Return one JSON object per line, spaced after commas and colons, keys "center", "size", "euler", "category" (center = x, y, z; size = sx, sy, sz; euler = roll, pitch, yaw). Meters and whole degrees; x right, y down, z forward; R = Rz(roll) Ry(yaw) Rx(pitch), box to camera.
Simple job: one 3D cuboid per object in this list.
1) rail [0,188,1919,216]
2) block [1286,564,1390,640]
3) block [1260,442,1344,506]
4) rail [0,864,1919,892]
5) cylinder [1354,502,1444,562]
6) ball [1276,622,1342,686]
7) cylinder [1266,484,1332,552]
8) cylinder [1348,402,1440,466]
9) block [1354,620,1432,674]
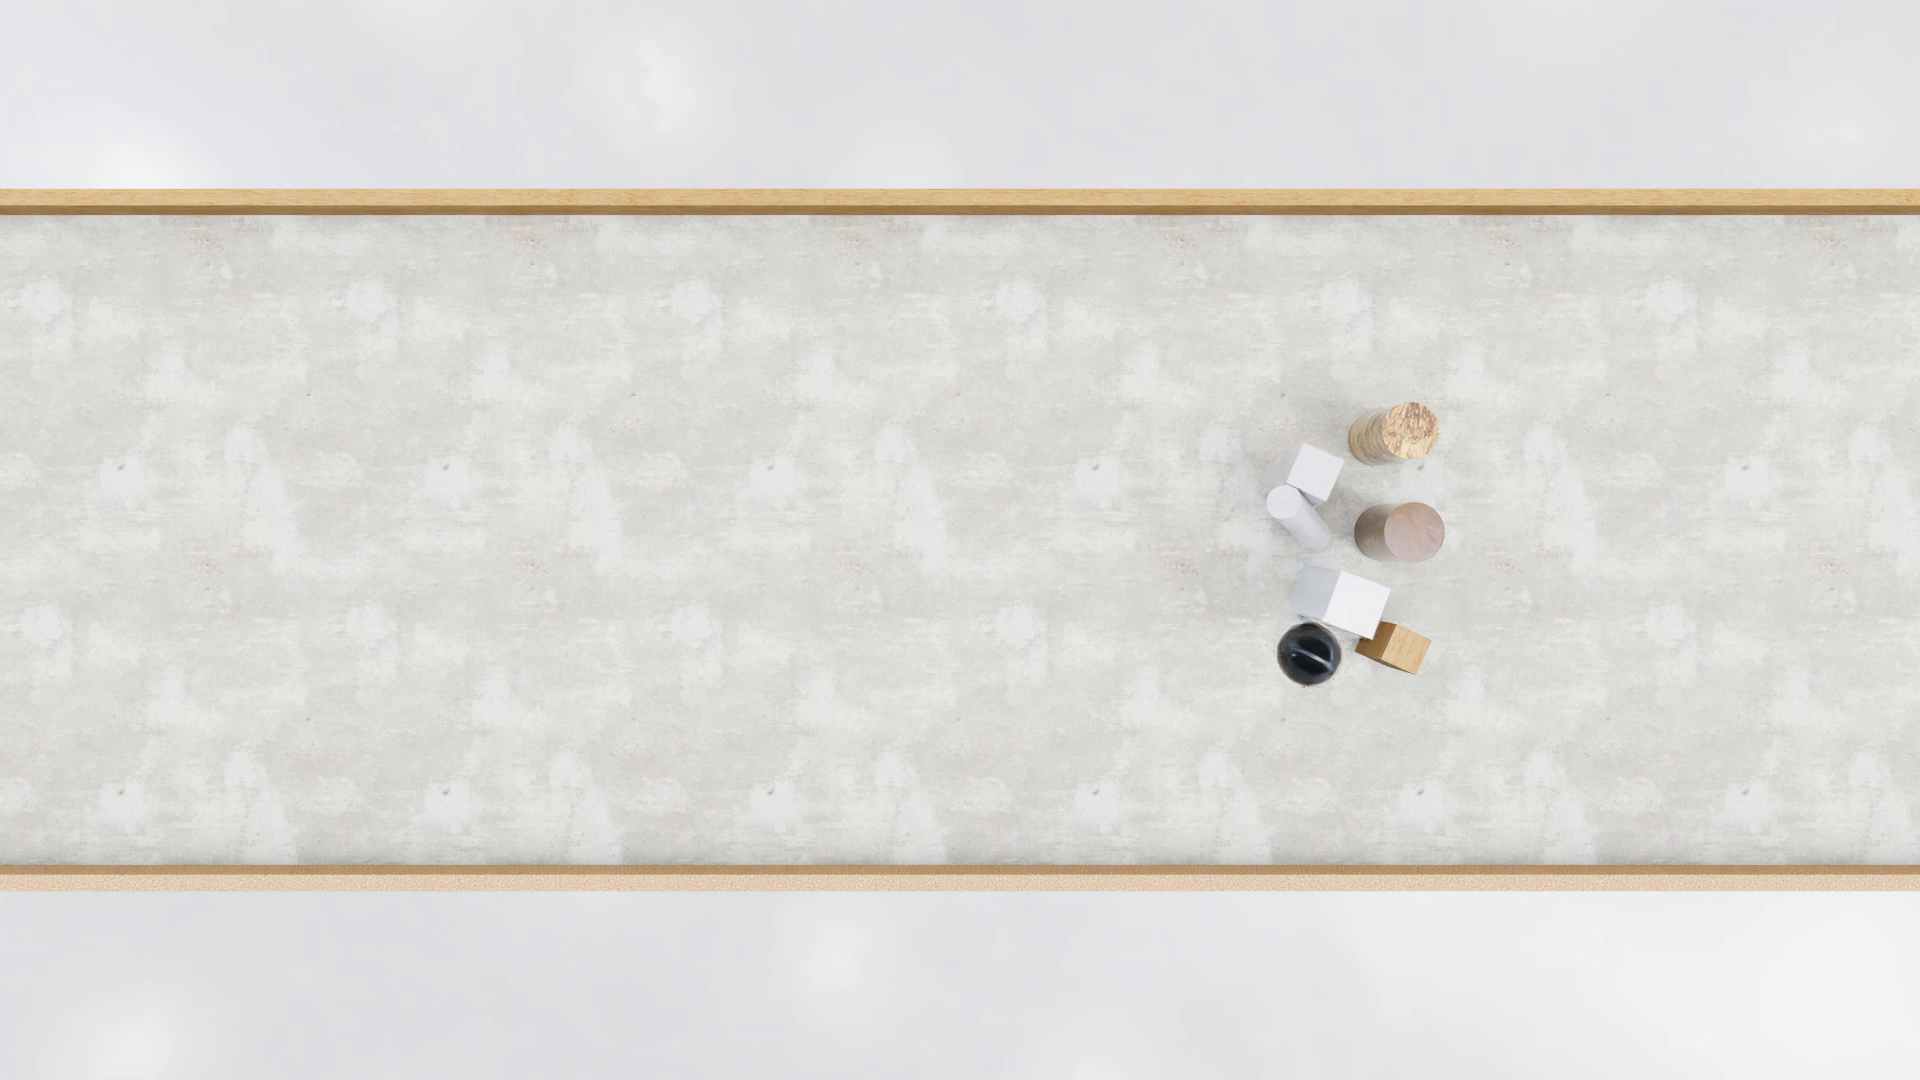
{"center": [-2.247, -1.025, 5.002], "size": [12.000, 0.150, 0.050], "euler": [0, 90, 0], "category": "rail"}
{"center": [1.117, 0.179, 4.893], "size": [0.155, 0.351, 0.155], "euler": [20, 90, -6], "category": "block"}
{"center": [1.013, -0.185, 4.899], "size": [0.127, 0.347, 0.127], "euler": [25, 86, 0], "category": "block"}
{"center": [-2.247, 1.025, 5.001], "size": [12.000, 0.150, 0.050], "euler": [0, 90, 0], "category": "rail"}
{"center": [1.300, -0.022, 4.896], "size": [0.174, 0.360, 0.174], "euler": [0, 90, 0], "category": "cylinder"}
{"center": [0.988, 0.325, 4.675], "size": [0.181, 0.181, 0.181], "euler": [0, 90, 0], "category": "ball"}
{"center": [1.008, -0.062, 4.889], "size": [0.102, 0.373, 0.102], "euler": [-8, 72, 24], "category": "cylinder"}
{"center": [1.275, -0.309, 4.871], "size": [0.162, 0.412, 0.162], "euler": [0, 90, 0], "category": "cylinder"}
{"center": [1.287, 0.316, 4.916], "size": [0.111, 0.321, 0.111], "euler": [25, 90, 0], "category": "block"}
